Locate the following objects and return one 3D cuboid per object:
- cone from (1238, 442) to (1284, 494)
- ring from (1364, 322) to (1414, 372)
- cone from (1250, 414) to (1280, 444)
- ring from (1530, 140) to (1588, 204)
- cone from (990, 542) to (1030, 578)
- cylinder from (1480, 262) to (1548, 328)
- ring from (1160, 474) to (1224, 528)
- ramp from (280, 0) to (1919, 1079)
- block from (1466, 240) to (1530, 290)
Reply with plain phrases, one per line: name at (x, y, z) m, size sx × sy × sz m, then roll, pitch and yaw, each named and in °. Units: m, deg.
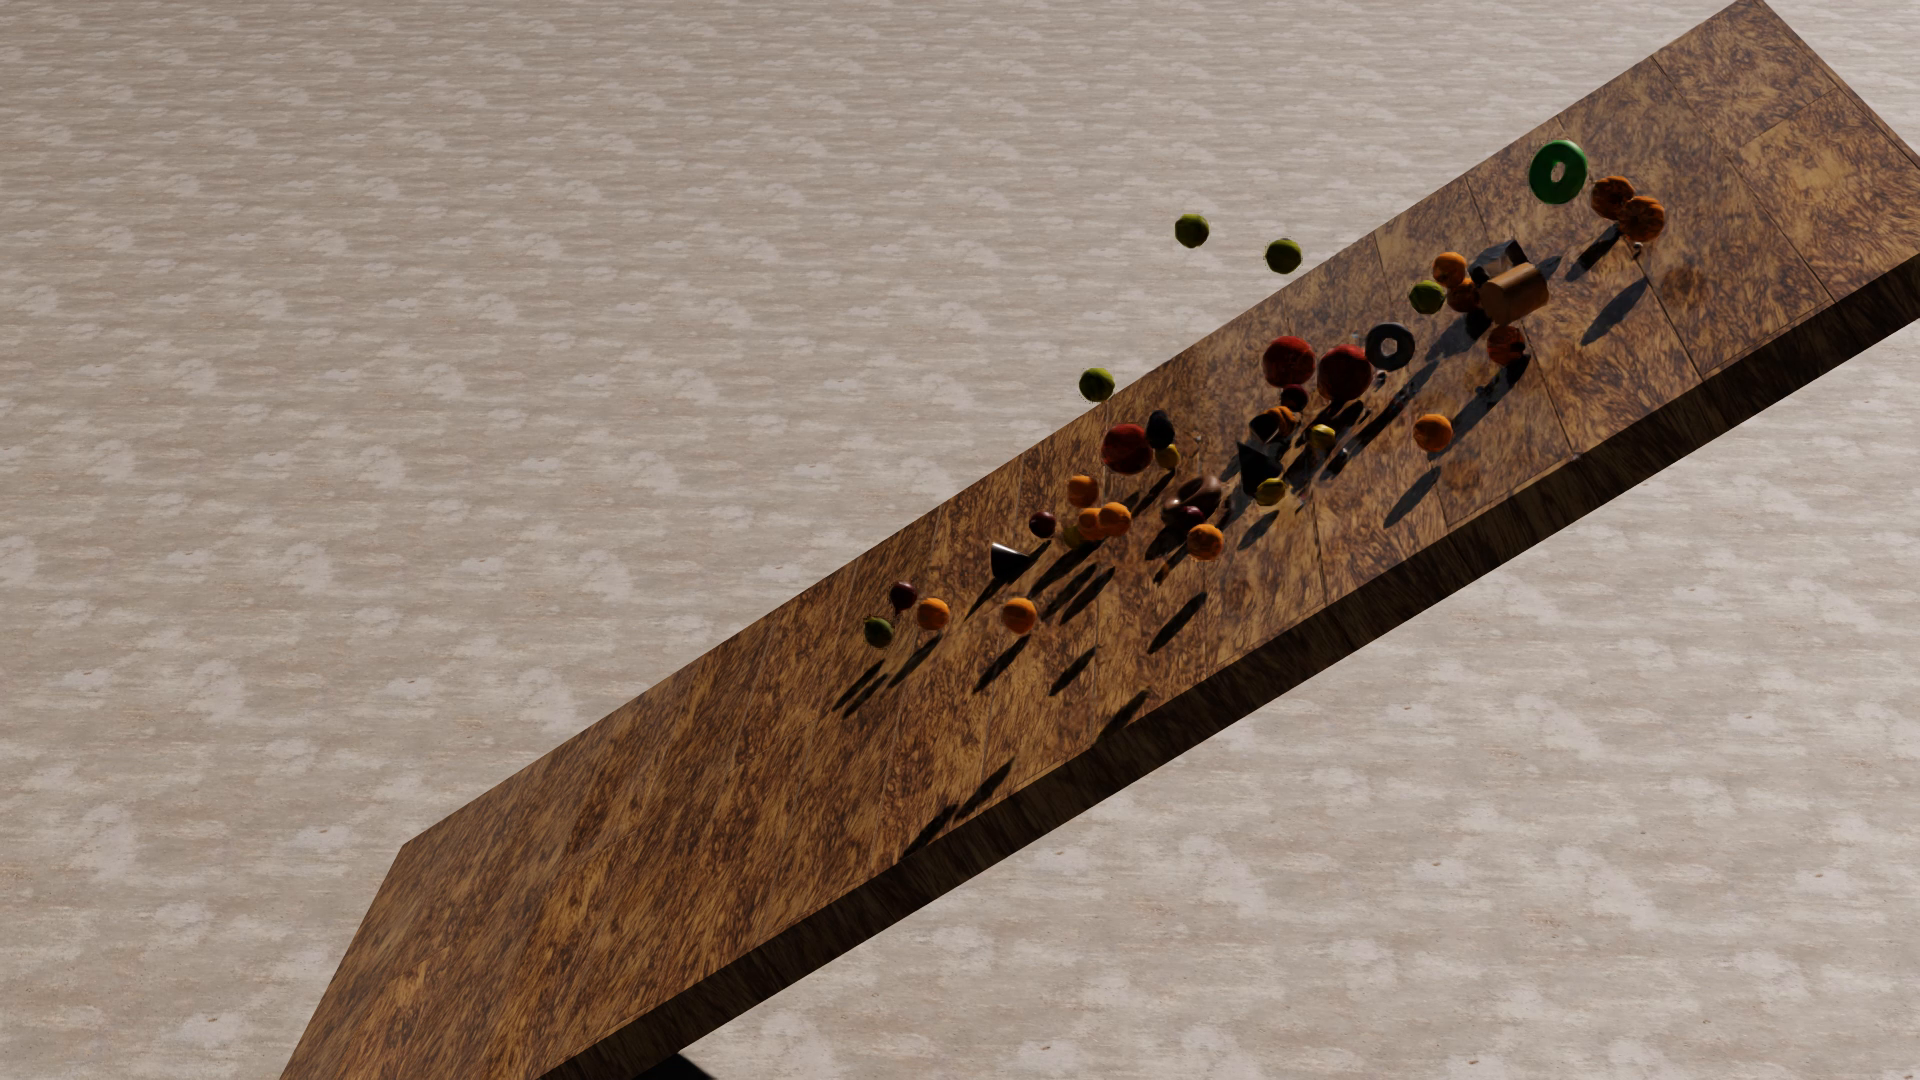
cone at (0.586, -0.162, 5.943) m, size 0.098 × 0.098 × 0.098 m, roll -33°, pitch 15°, yaw 10°
ring at (0.858, -0.387, 5.874) m, size 0.100 × 0.100 × 0.033 m, roll 5°, pitch 11°, yaw 12°
cone at (0.615, -0.210, 5.942) m, size 0.063 × 0.063 × 0.063 m, roll 2°, pitch 39°, yaw 6°
ring at (1.235, -0.759, 6.072) m, size 0.045 × 0.136 × 0.136 m, roll 9°, pitch 11°, yaw -42°
cone at (0.118, 0.042, 6.472) m, size 0.082 × 0.082 × 0.082 m, roll -2°, pitch 20°, yaw 15°
cylinder at (1.063, -0.471, 5.641) m, size 0.092 × 0.092 × 0.092 m, roll -30°, pitch 30°, yaw -13°
ring at (0.475, -0.080, 6.035) m, size 0.146 × 0.049 × 0.146 m, roll -34°, pitch 17°, yaw 11°
ramp at (0.136, 0.173, 6.304) m, size 4.000 × 0.100 × 2.000 m, roll -32°, pitch 16°, yaw 15°
block at (1.103, -0.548, 5.996) m, size 0.082 × 0.082 × 0.082 m, roll -17°, pitch 24°, yaw 51°
